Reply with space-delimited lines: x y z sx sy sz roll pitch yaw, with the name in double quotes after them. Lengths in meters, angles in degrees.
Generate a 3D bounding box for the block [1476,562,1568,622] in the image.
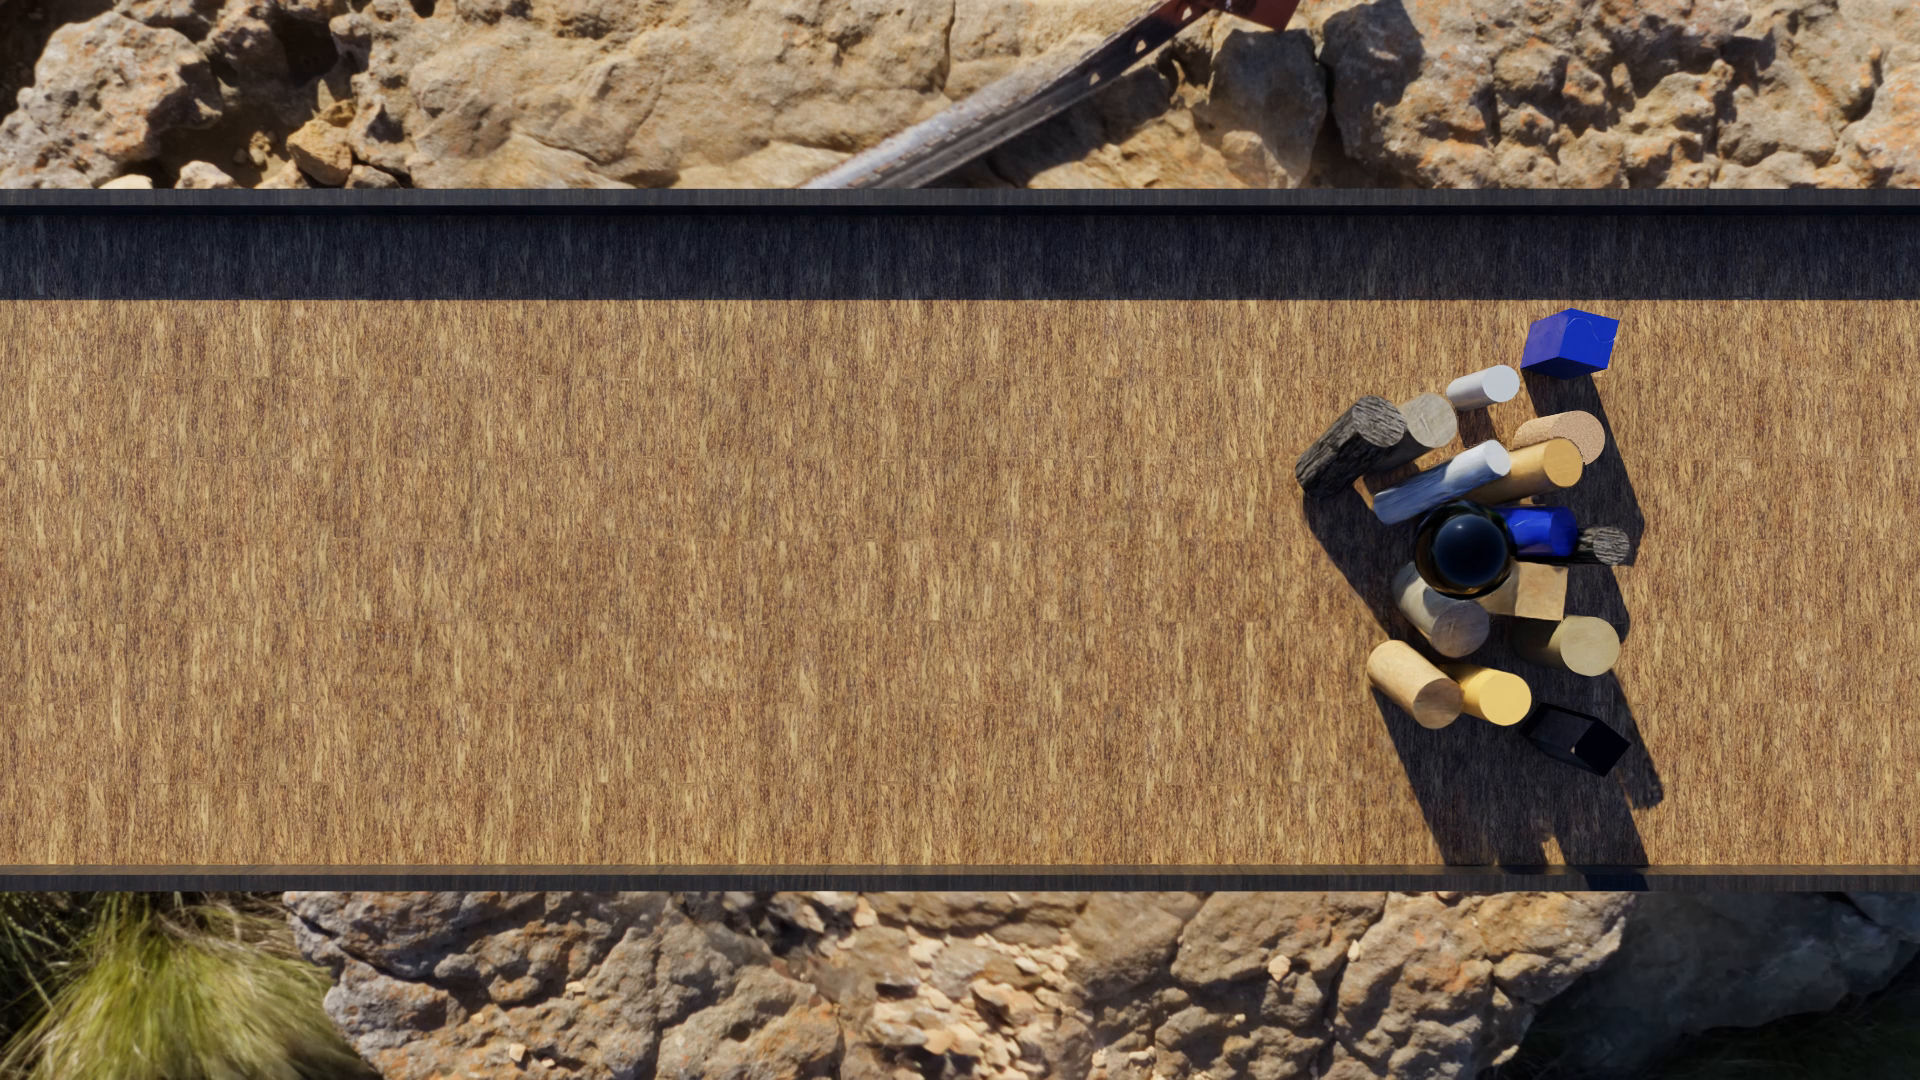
1.611 0.141 4.877 0.155 0.372 0.155 7 90 -14 "block"

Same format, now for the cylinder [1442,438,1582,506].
1.606 -0.182 4.840 0.139 0.457 0.139 4 80 -22 "cylinder"

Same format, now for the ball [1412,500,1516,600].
1.440 0.030 4.710 0.284 0.284 0.284 0 90 0 "ball"

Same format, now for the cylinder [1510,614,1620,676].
1.779 0.301 4.866 0.168 0.420 0.168 0 90 0 "cylinder"

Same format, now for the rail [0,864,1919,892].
-2.247 1.025 5.001 12.000 0.150 0.050 0 90 0 "rail"

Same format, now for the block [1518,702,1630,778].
1.801 0.583 4.855 0.121 0.442 0.121 39 90 0 "block"

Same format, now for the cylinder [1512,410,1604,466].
1.782 -0.293 4.919 0.161 0.314 0.161 0 90 0 "cylinder"

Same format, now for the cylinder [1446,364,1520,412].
1.550 -0.448 4.900 0.107 0.353 0.107 0 90 0 "cylinder"

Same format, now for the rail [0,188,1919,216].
-2.247 -1.025 5.002 12.000 0.150 0.050 0 90 0 "rail"

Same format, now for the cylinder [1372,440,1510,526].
1.418 -0.165 4.874 0.110 0.431 0.110 14 63 -30 "cylinder"

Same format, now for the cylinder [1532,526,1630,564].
1.815 0.016 4.856 0.107 0.434 0.107 0 90 -5 "cylinder"

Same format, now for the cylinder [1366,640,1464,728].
1.350 0.426 4.905 0.159 0.306 0.159 -4 109 -11 "cylinder"

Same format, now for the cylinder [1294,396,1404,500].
1.148 -0.269 4.880 0.167 0.358 0.167 7 64 -15 "cylinder"

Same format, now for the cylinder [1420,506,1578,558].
1.582 -0.023 4.865 0.146 0.431 0.146 0 89 -40 "cylinder"

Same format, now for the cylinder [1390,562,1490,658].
1.422 0.202 4.902 0.179 0.300 0.179 -4 114 -9 "cylinder"

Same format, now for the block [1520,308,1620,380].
1.810 -0.580 4.912 0.144 0.330 0.144 14 90 0 "block"

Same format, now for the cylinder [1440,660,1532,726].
1.531 0.446 4.863 0.148 0.422 0.148 0 91 -2 "cylinder"

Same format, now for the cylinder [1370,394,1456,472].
1.323 -0.315 4.903 0.161 0.312 0.161 3 79 -13 "cylinder"
